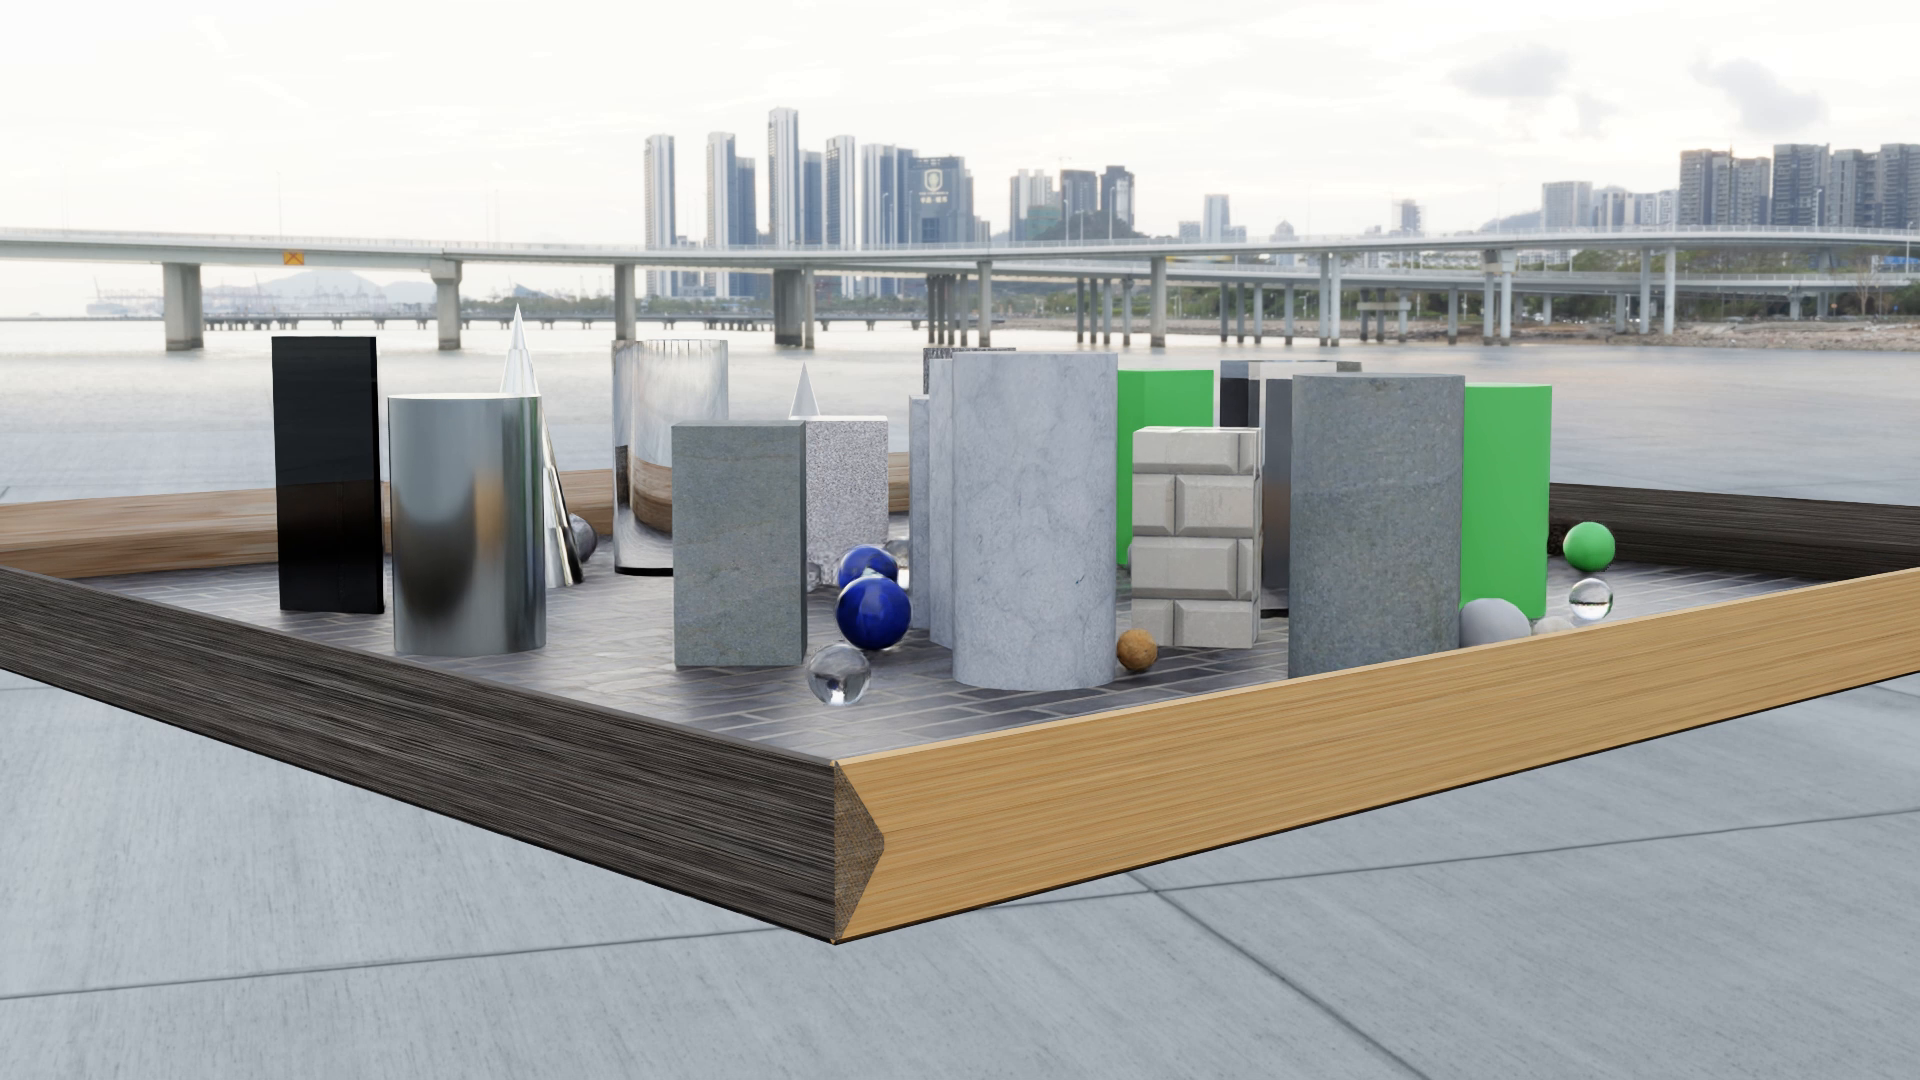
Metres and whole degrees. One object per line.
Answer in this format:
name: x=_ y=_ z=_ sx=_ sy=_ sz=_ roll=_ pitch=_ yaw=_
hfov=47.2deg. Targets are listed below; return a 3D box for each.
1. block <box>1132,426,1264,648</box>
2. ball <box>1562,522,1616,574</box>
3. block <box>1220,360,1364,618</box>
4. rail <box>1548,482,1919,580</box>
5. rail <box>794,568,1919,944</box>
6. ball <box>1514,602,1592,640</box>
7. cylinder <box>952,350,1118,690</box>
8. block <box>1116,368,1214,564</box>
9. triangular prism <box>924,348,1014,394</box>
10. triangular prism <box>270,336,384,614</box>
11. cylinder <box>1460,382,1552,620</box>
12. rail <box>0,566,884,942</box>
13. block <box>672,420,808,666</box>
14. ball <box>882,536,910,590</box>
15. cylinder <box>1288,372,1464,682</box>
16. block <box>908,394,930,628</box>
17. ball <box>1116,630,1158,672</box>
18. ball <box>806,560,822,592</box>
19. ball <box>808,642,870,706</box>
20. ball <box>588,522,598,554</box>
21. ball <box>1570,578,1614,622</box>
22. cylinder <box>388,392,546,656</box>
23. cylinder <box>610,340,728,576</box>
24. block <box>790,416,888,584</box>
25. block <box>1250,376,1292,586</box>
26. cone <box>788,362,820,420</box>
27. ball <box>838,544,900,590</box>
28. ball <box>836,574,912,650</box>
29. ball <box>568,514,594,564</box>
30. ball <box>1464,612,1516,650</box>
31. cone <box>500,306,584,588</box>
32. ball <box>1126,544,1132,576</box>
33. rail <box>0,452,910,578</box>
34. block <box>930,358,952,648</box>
block: x=0.324 y=-0.008 z=2.993 sx=0.160 sy=0.285 sz=0.160 roll=1 pitch=6 yaw=12
ball: x=1.075 y=0.012 z=3.757 sx=0.089 sy=0.089 sz=0.089 roll=0 pitch=6 yaw=0
block: x=0.489 y=-0.080 z=3.270 sx=0.160 sy=0.371 sz=0.160 roll=-1 pitch=6 yaw=-14
rail: x=0.927 y=-0.055 z=4.183 sx=0.045 sy=0.130 sz=2.527 roll=-5 pitch=8 yaw=-42
rail: x=0.841 y=0.128 z=2.426 sx=2.570 sy=0.130 sz=0.045 roll=-5 pitch=8 yaw=-42
ball: x=0.746 y=0.128 z=2.766 sx=0.099 sy=0.099 sz=0.099 roll=0 pitch=6 yaw=0
cylinder: x=0.090 y=-0.029 z=2.668 sx=0.200 sy=0.395 sz=0.200 roll=0 pitch=6 yaw=0
block: x=0.338 y=-0.134 z=3.928 sx=0.160 sy=0.341 sz=0.160 roll=-4 pitch=7 yaw=-35
triangular prism: x=0.050 y=-0.145 z=3.840 sx=0.173 sy=0.381 sz=0.150 roll=5 pitch=7 yaw=37
triangular prism: x=-0.914 y=-0.104 z=3.317 sx=0.173 sy=0.408 sz=0.150 roll=2 pitch=6 yaw=17
cylinder: x=0.770 y=-0.062 z=3.258 sx=0.200 sy=0.337 sz=0.200 roll=0 pitch=6 yaw=0
rail: x=-0.927 y=0.122 z=2.481 sx=0.045 sy=0.130 sz=2.527 roll=-5 pitch=8 yaw=-42
block: x=-0.282 y=0.000 z=2.837 sx=0.160 sy=0.302 sz=0.160 roll=0 pitch=6 yaw=-1
ball: x=-0.092 y=0.037 z=3.527 sx=0.084 sy=0.084 sz=0.084 roll=0 pitch=6 yaw=0
cylinder: x=0.491 y=-0.010 z=2.601 sx=0.200 sy=0.370 sz=0.200 roll=0 pitch=6 yaw=0
block: x=0.009 y=-0.045 z=3.162 sx=0.160 sy=0.323 sz=0.160 roll=0 pitch=6 yaw=-3
ball: x=0.219 y=0.137 z=2.727 sx=0.051 sy=0.051 sz=0.051 roll=0 pitch=6 yaw=0
ball: x=-0.243 y=0.057 z=3.500 sx=0.050 sy=0.050 sz=0.050 roll=0 pitch=6 yaw=0
ball: x=-0.137 y=0.152 z=2.484 sx=0.072 sy=0.072 sz=0.072 roll=0 pitch=6 yaw=0
ball: x=-0.685 y=0.000 z=3.929 sx=0.076 sy=0.076 sz=0.076 roll=0 pitch=6 yaw=0
ball: x=0.910 y=0.086 z=3.169 sx=0.062 sy=0.062 sz=0.062 roll=0 pitch=6 yaw=0
cylinder: x=-0.654 y=-0.025 z=2.925 sx=0.200 sy=0.333 sz=0.200 roll=0 pitch=6 yaw=0
cylinder: x=-0.496 y=-0.145 z=3.774 sx=0.200 sy=0.396 sz=0.200 roll=0 pitch=6 yaw=0
block: x=-0.201 y=-0.070 z=3.672 sx=0.160 sy=0.267 sz=0.160 roll=0 pitch=6 yaw=-3
block: x=0.590 y=-0.100 z=3.624 sx=0.160 sy=0.337 sz=0.160 roll=5 pitch=8 yaw=42
cone: x=-0.280 y=-0.147 z=3.979 sx=0.200 sy=0.357 sz=0.200 roll=0 pitch=6 yaw=0
ball: x=-0.139 y=0.053 z=3.329 sx=0.093 sy=0.093 sz=0.093 roll=0 pitch=6 yaw=0
ball: x=-0.114 y=0.096 z=2.890 sx=0.100 sy=0.100 sz=0.100 roll=0 pitch=6 yaw=0
ball: x=-0.680 y=0.003 z=3.799 sx=0.096 sy=0.096 sz=0.096 roll=0 pitch=6 yaw=0
ball: x=0.643 y=0.119 z=2.668 sx=0.062 sy=0.062 sz=0.062 roll=0 pitch=6 yaw=0
cone: x=-0.720 y=-0.159 z=3.601 sx=0.200 sy=0.459 sz=0.200 roll=0 pitch=6 yaw=0
ball: x=0.314 y=0.032 z=3.514 sx=0.098 sy=0.098 sz=0.098 roll=0 pitch=6 yaw=0
rail: x=-0.841 y=-0.061 z=4.238 sx=2.570 sy=0.130 sz=0.045 roll=-5 pitch=8 yaw=-42
block: x=0.063 y=-0.048 z=2.916 sx=0.160 sy=0.381 sz=0.160 roll=-2 pitch=6 yaw=-22
